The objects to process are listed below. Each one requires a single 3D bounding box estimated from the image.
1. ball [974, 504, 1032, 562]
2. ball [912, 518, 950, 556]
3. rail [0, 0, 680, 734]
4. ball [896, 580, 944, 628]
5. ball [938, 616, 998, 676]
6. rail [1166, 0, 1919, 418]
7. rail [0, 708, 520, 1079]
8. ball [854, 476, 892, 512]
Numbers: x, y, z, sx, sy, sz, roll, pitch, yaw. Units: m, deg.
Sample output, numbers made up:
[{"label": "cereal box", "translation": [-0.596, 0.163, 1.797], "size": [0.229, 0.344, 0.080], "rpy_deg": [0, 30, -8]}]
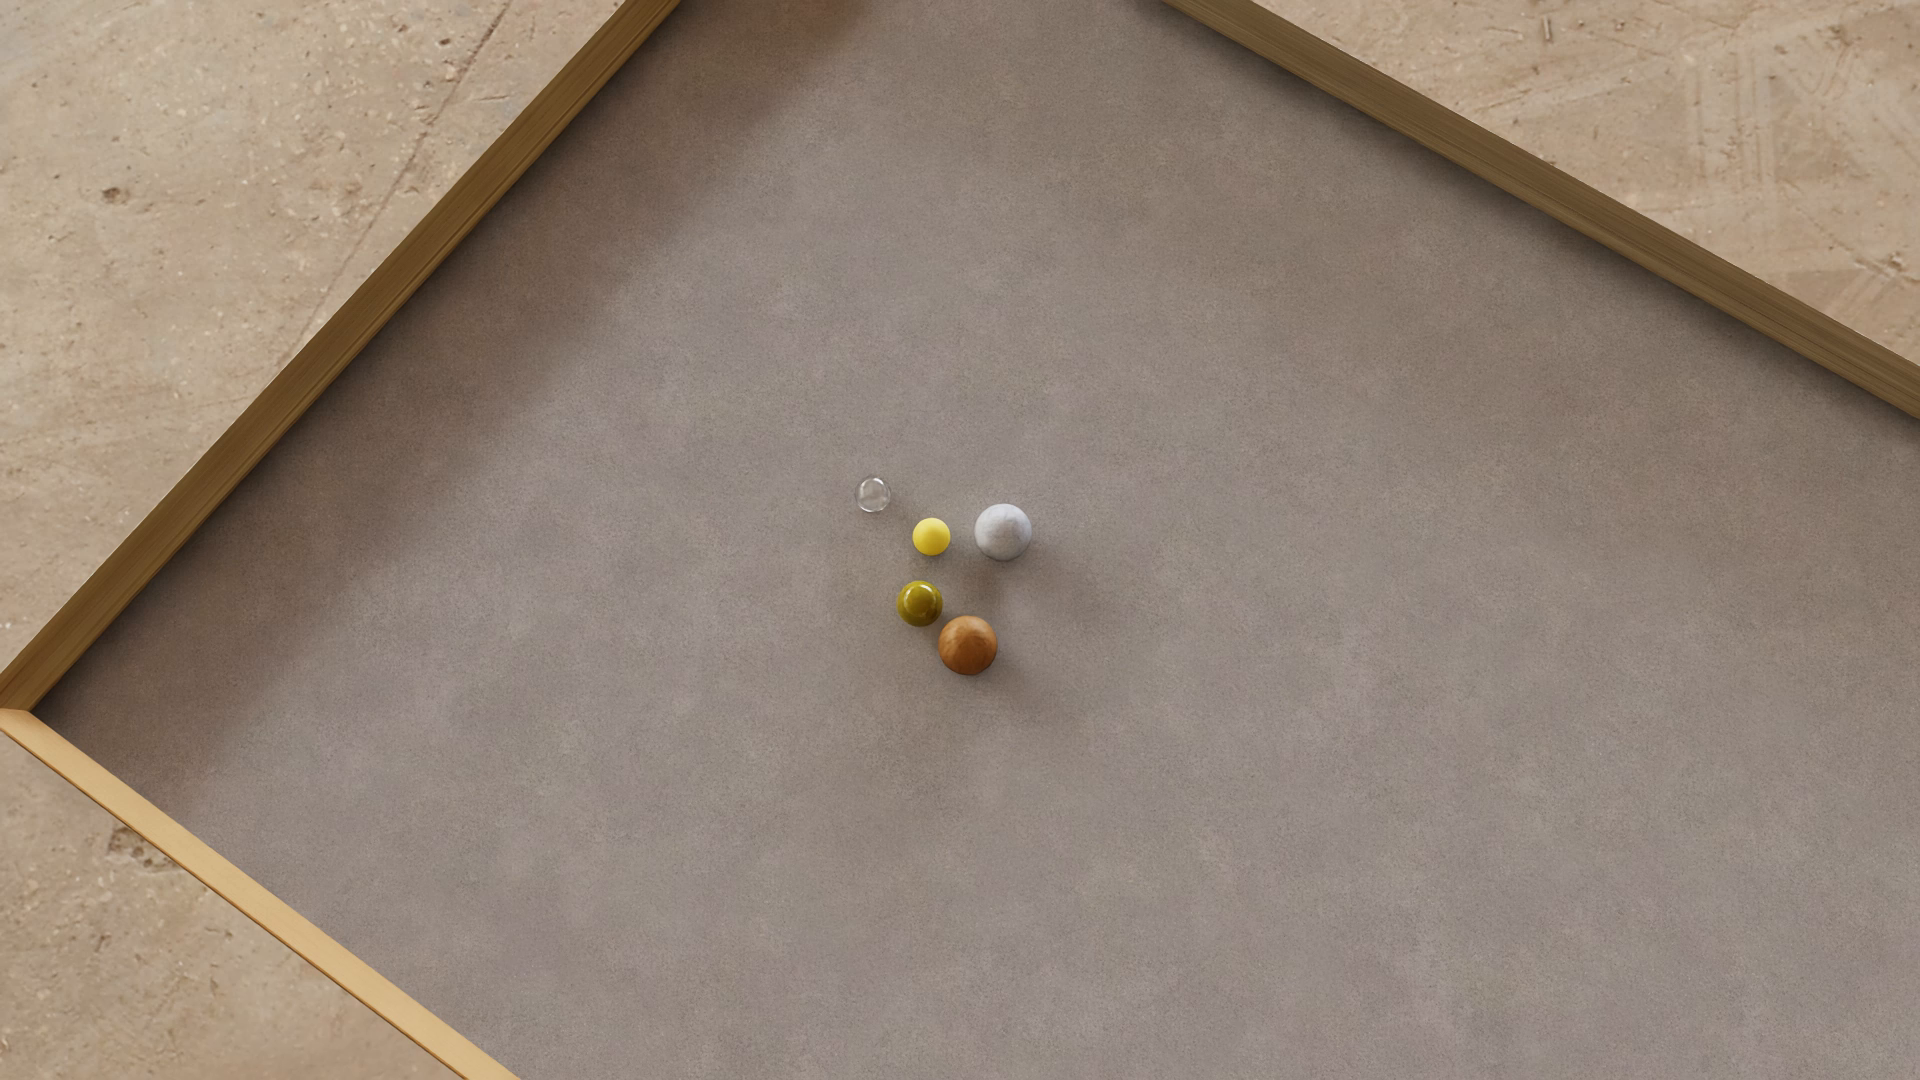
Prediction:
[{"label": "ball", "translation": [0.069, -0.012, 3.529], "size": [0.093, 0.093, 0.093], "rpy_deg": [0, 66, 0]}, {"label": "ball", "translation": [-0.046, -0.005, 3.543], "size": [0.061, 0.061, 0.061], "rpy_deg": [0, 66, 0]}, {"label": "rail", "translation": [-0.845, -0.548, 3.749], "size": [0.045, 0.122, 2.225], "rpy_deg": [32, 70, 13]}, {"label": "ball", "translation": [-0.064, 0.101, 3.489], "size": [0.074, 0.074, 0.074], "rpy_deg": [0, 66, 0]}, {"label": "ball", "translation": [0.012, 0.165, 3.450], "size": [0.094, 0.094, 0.094], "rpy_deg": [0, 66, 0]}, {"label": "rail", "translation": [1.486, -0.277, 3.629], "size": [4.214, 0.122, 0.045], "rpy_deg": [32, 70, 13]}, {"label": "rail", "translation": [0.243, 1.358, 2.906], "size": [4.214, 0.122, 0.045], "rpy_deg": [32, 70, 13]}, {"label": "ball", "translation": [-0.141, -0.075, 3.575], "size": [0.060, 0.060, 0.060], "rpy_deg": [0, 66, 0]}]
